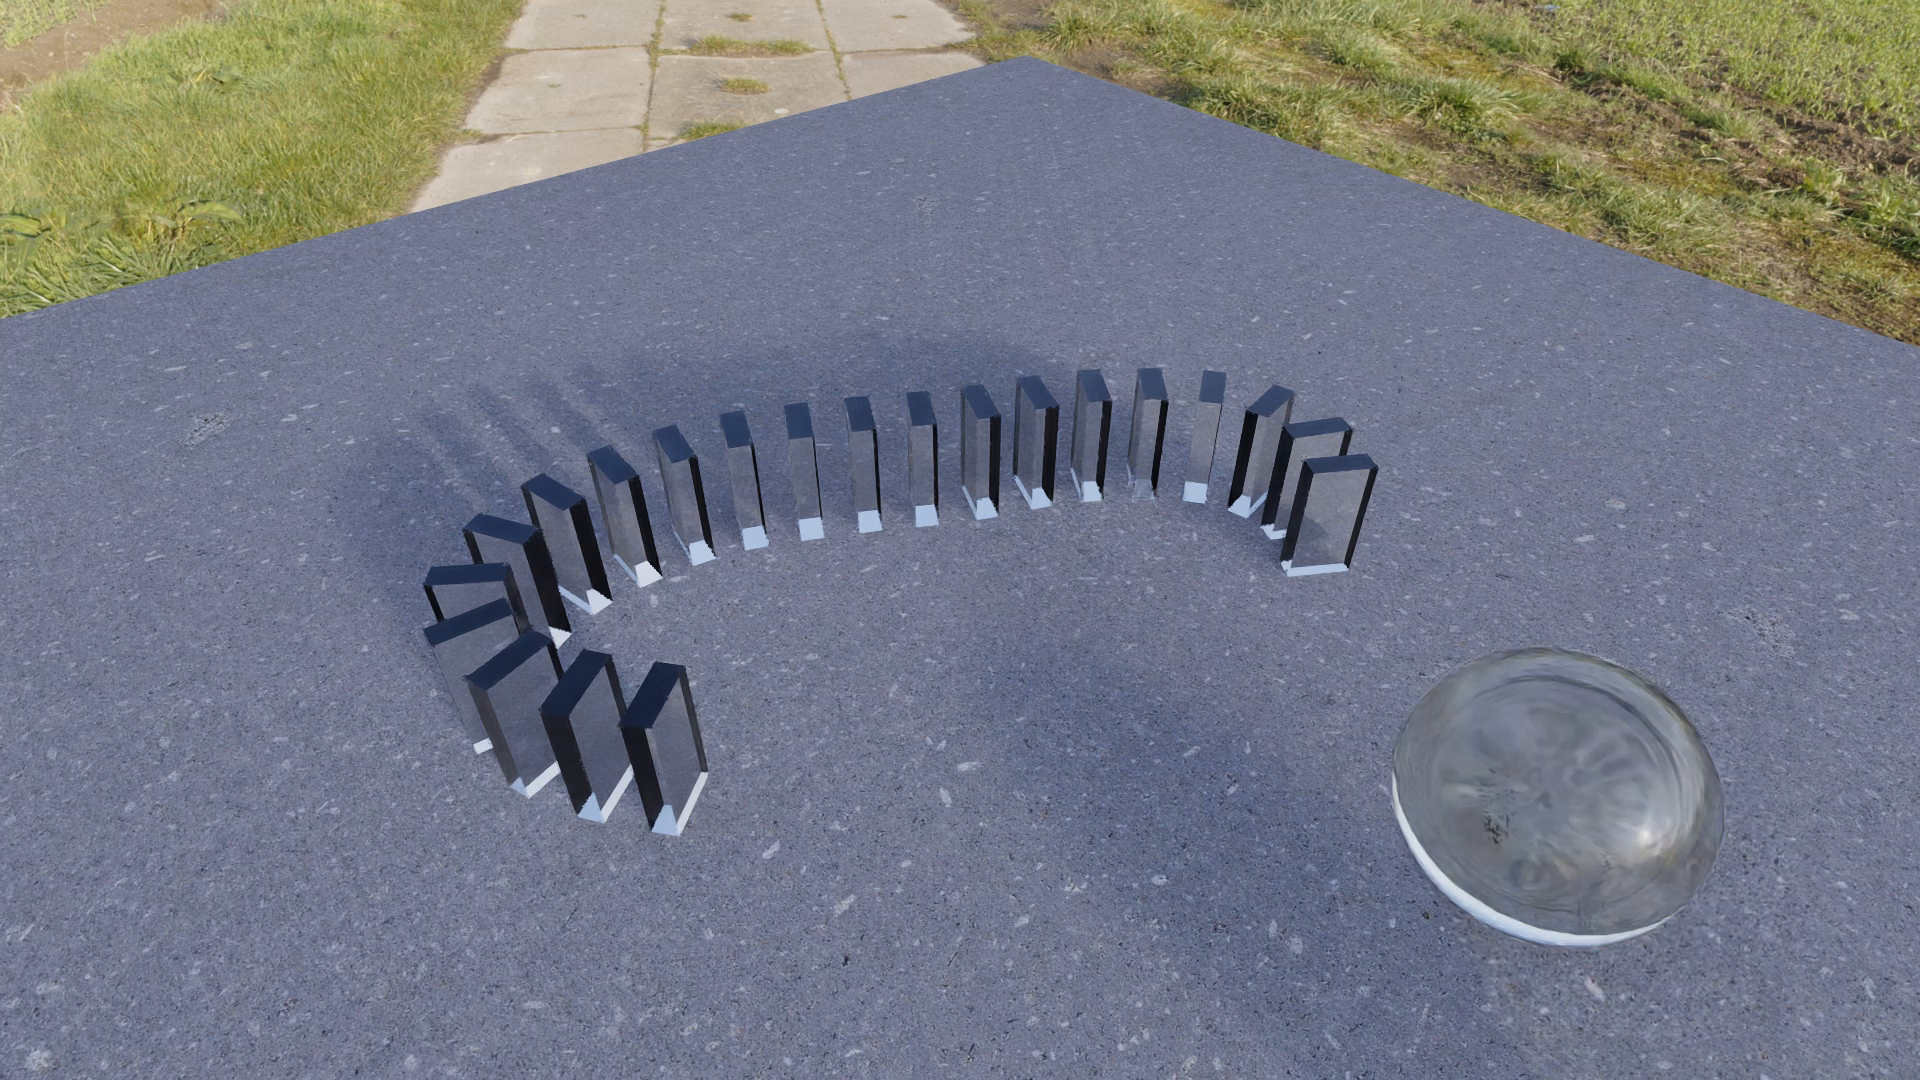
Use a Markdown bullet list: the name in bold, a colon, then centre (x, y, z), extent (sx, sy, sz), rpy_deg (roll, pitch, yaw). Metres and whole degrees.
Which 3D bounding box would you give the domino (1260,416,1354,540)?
- **domino**: centre (0.138, -0.024, 0.441), extent (0.025, 0.050, 0.009), rpy_deg (-9, 40, -11)

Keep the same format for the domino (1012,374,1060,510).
- **domino**: centre (0.031, -0.041, 0.461), extent (0.010, 0.050, 0.025), rpy_deg (-11, 41, -13)

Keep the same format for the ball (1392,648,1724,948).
- **ball**: centre (0.162, 0.070, 0.303), extent (0.080, 0.080, 0.080), rpy_deg (0, 39, 0)

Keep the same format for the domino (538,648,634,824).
- **domino**: centre (-0.112, 0.061, 0.337), extent (0.009, 0.050, 0.025), rpy_deg (9, 40, 11)

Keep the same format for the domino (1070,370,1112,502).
- **domino**: centre (0.055, -0.044, 0.465), extent (0.010, 0.050, 0.025), rpy_deg (-4, 39, -5)

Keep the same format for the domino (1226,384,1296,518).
- **domino**: centre (0.125, -0.036, 0.456), extent (0.010, 0.050, 0.025), rpy_deg (27, 46, 29)

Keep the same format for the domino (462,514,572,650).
- **domino**: centre (-0.157, 0.015, 0.393), extent (0.025, 0.050, 0.009), rpy_deg (13, 41, 15)

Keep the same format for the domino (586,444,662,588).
- **domino**: centre (-0.128, -0.009, 0.422), extent (0.010, 0.050, 0.025), rpy_deg (-27, 46, -29)

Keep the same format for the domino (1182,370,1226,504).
- **domino**: centre (0.103, -0.043, 0.464), extent (0.009, 0.050, 0.025), rpy_deg (9, 40, 11)

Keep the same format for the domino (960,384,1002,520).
- **domino**: centre (0.008, -0.036, 0.456), extent (0.009, 0.050, 0.025), rpy_deg (-10, 40, -12)

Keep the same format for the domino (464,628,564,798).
- **domino**: centre (-0.135, 0.055, 0.345), extent (0.010, 0.050, 0.025), rpy_deg (22, 44, 24)

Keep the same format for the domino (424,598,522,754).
- **domino**: centre (-0.152, 0.045, 0.357), extent (0.025, 0.050, 0.009), rpy_deg (-25, 45, -27)

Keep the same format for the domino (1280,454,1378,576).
- **domino**: centre (0.141, -0.009, 0.422), extent (0.025, 0.050, 0.009), rpy_deg (-5, 40, -6)

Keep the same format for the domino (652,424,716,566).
- **domino**: centre (-0.108, -0.017, 0.433), extent (0.009, 0.050, 0.025), rpy_deg (-20, 43, -23)

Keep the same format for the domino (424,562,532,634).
- **domino**: centre (-0.161, 0.030, 0.374), extent (0.025, 0.050, 0.009), rpy_deg (-4, 39, -5)

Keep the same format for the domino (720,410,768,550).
- **domino**: centre (-0.086, -0.024, 0.440), extent (0.010, 0.050, 0.025), rpy_deg (-12, 41, -14)

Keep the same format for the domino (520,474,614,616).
- **domino**: centre (-0.146, 0.002, 0.409), extent (0.025, 0.050, 0.010), rpy_deg (26, 46, 28)

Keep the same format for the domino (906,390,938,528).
- **domino**: centre (-0.015, -0.033, 0.452), extent (0.009, 0.050, 0.025), rpy_deg (-6, 40, -7)

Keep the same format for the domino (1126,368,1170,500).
- **domino**: centre (0.079, -0.045, 0.466), extent (0.010, 0.050, 0.025), rpy_deg (0, 39, 0)

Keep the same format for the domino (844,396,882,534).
- **domino**: centre (-0.039, -0.030, 0.449), extent (0.010, 0.050, 0.025), rpy_deg (-7, 40, -9)

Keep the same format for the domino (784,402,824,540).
- **domino**: centre (-0.063, -0.027, 0.445), extent (0.010, 0.050, 0.025), rpy_deg (-8, 40, -9)

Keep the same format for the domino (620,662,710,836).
- **domino**: centre (-0.089, 0.064, 0.334), extent (0.009, 0.050, 0.025), rpy_deg (7, 40, 9)
